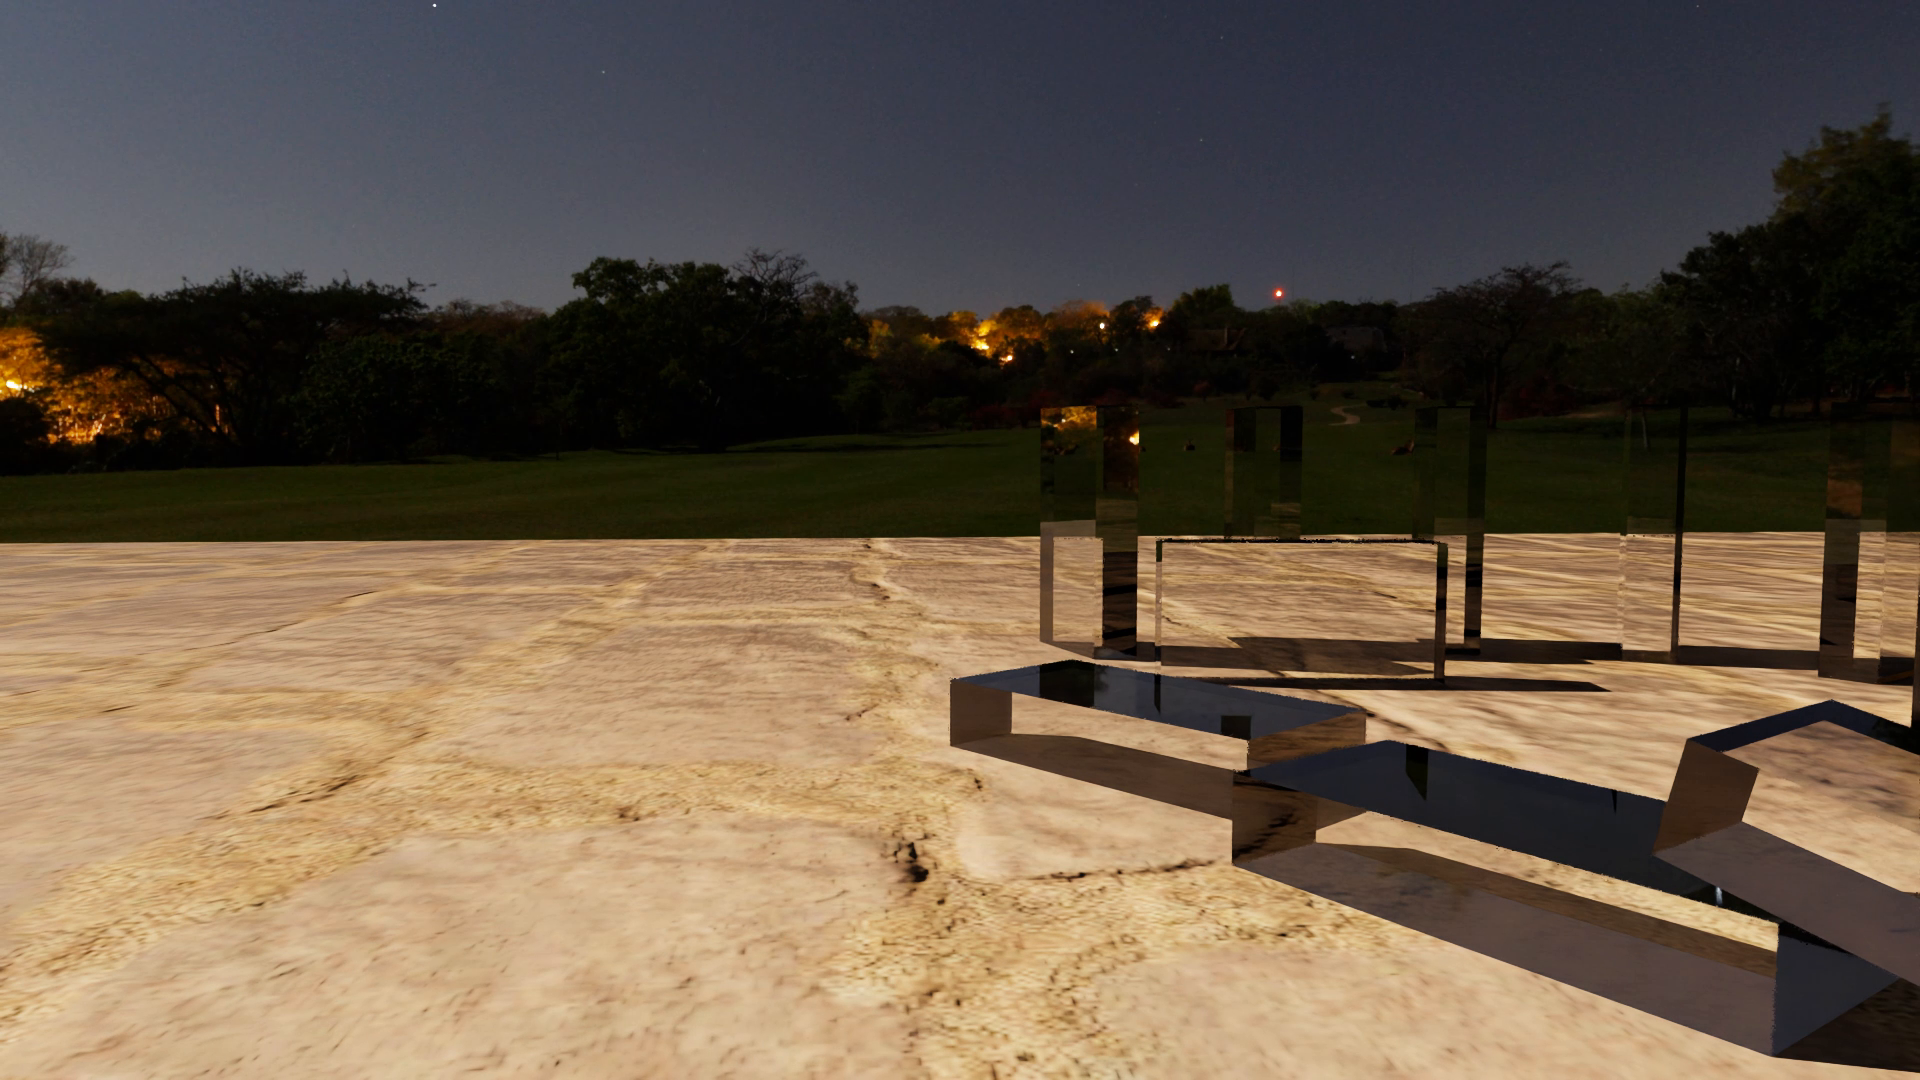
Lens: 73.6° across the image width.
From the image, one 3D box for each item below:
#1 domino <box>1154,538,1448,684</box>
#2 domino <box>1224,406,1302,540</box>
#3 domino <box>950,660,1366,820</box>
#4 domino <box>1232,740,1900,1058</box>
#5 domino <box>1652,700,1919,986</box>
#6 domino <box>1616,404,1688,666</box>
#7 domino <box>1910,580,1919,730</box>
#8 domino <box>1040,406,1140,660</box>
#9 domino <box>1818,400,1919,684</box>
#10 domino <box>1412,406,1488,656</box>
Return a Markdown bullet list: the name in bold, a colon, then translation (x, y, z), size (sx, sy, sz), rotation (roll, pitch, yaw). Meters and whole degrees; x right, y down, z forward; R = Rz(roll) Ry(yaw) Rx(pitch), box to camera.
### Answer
- **domino**: translation (0.061, 0.013, 0.232), size (0.050, 0.025, 0.009), rotation (0, 4, 2)
- **domino**: translation (0.064, -0.003, 0.273), size (0.009, 0.050, 0.025), rotation (0, 4, -2)
- **domino**: translation (0.025, 0.025, 0.170), size (0.025, 0.009, 0.050), rotation (-4, 6, -42)
- **domino**: translation (0.052, 0.029, 0.116), size (0.025, 0.010, 0.050), rotation (-3, 5, -35)
- **domino**: translation (0.077, 0.026, 0.083), size (0.025, 0.009, 0.050), rotation (-3, 19, -35)
- **domino**: translation (0.139, -0.002, 0.259), size (0.009, 0.050, 0.025), rotation (2, 5, 25)
- **domino**: translation (0.101, 0.009, 0.114), size (0.010, 0.050, 0.025), rotation (-3, 5, -38)
- **domino**: translation (0.026, -0.002, 0.265), size (0.009, 0.050, 0.025), rotation (-2, 5, -22)
- **domino**: translation (0.170, 0.000, 0.236), size (0.025, 0.050, 0.009), rotation (-3, 5, -35)
- **domino**: translation (0.102, -0.003, 0.270), size (0.009, 0.050, 0.025), rotation (1, 4, 10)
